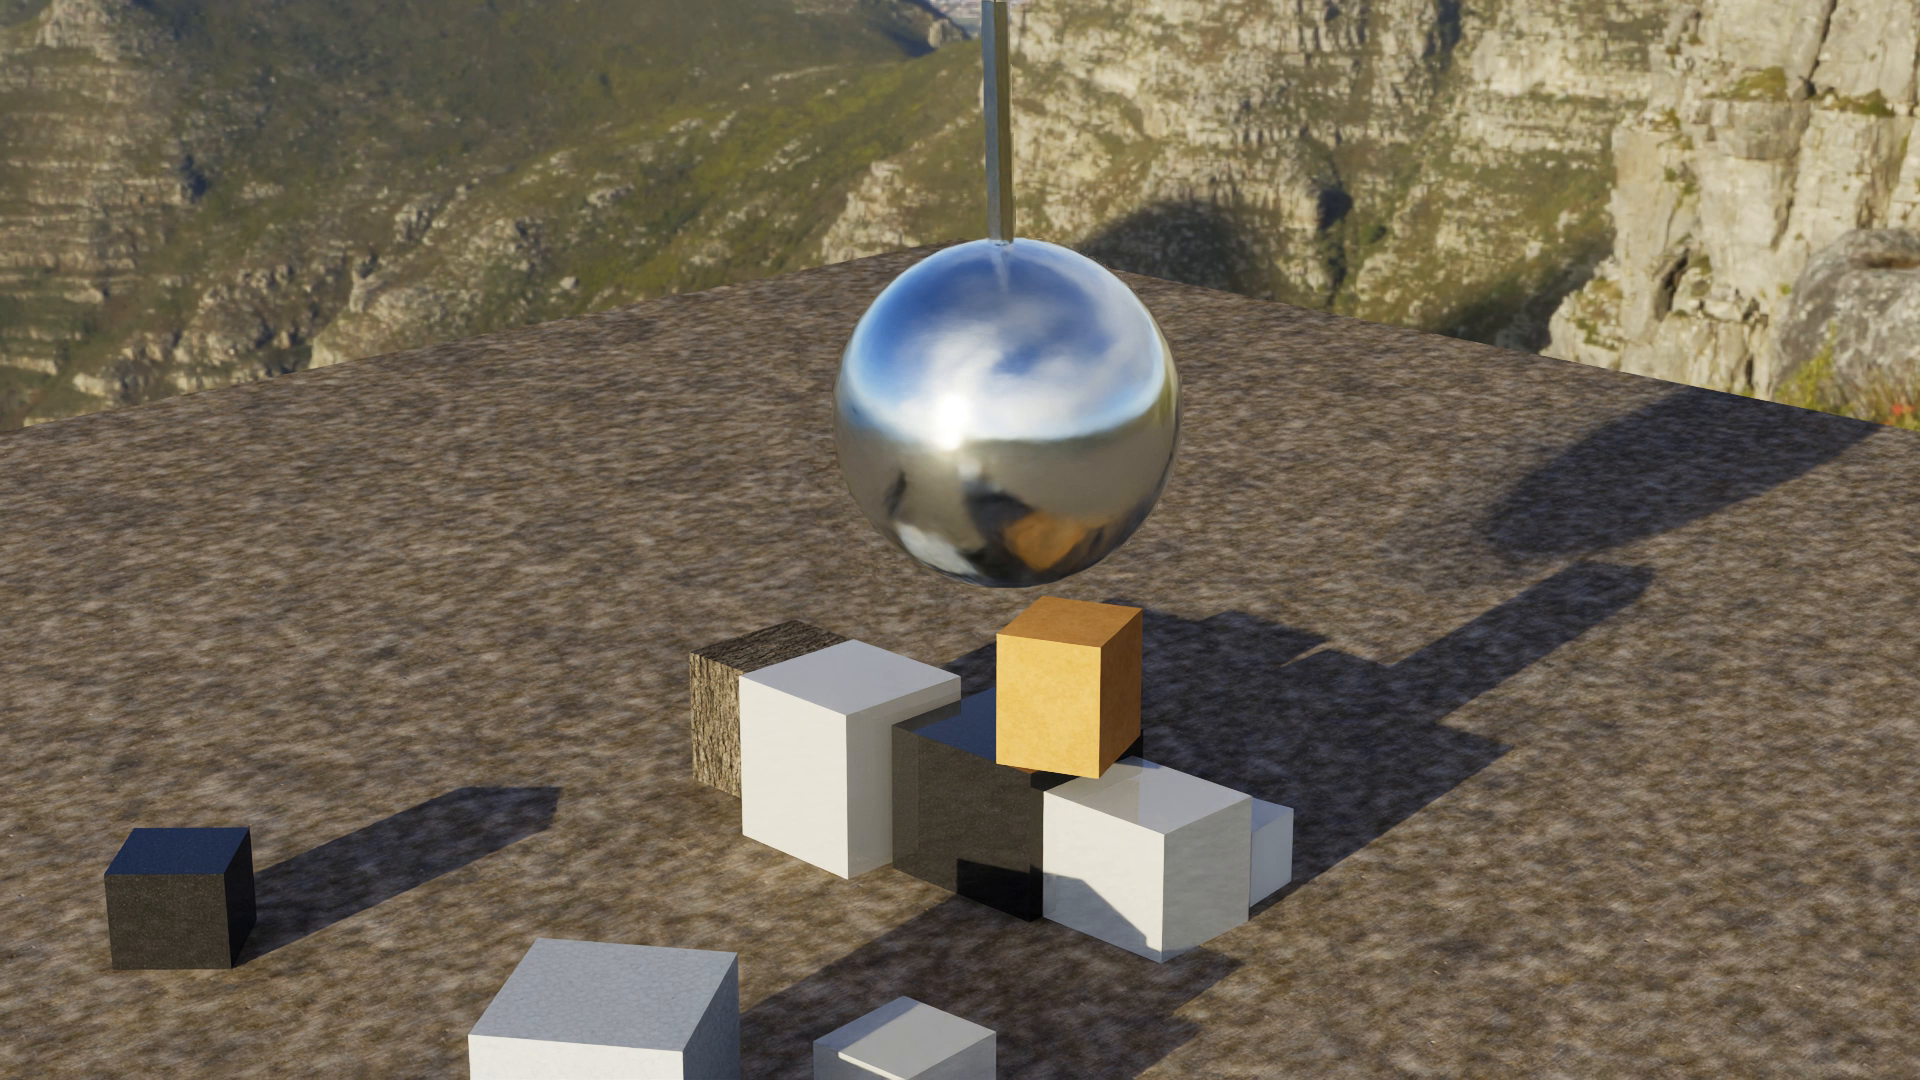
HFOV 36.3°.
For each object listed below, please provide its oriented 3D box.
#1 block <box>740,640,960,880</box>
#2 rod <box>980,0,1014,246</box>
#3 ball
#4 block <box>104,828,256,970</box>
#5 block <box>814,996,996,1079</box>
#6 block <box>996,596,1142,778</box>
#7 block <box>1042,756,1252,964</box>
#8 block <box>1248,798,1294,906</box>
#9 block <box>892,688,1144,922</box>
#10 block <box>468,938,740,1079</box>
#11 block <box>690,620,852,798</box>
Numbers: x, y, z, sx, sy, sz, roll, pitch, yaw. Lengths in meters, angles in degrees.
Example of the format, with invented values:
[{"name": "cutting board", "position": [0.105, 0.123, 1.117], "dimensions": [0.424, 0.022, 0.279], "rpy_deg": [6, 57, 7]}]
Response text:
[{"name": "block", "position": [-0.513, 1.015, 13.780], "dimensions": [0.729, 0.800, 0.732], "rpy_deg": [-17, 24, -42]}, {"name": "rod", "position": [0.092, -3.782, 12.250], "dimensions": [0.080, 5.200, 0.080], "rpy_deg": [17, 27, 42]}, {"name": "ball", "position": [0.213, -0.579, 13.383], "dimensions": [1.600, 1.600, 1.600], "rpy_deg": [0, 17, 0]}, {"name": "block", "position": [-3.365, 1.547, 12.685], "dimensions": [0.505, 0.442, 0.501], "rpy_deg": [0, 17, -1]}, {"name": "block", "position": [-0.207, 2.065, 11.077], "dimensions": [0.469, 0.418, 0.507], "rpy_deg": [14, 23, 39]}, {"name": "block", "position": [0.485, 0.642, 12.941], "dimensions": [0.475, 0.602, 0.563], "rpy_deg": [7, 19, 21]}, {"name": "block", "position": [0.821, 1.395, 12.910], "dimensions": [0.688, 0.598, 0.594], "rpy_deg": [16, 24, 42]}, {"name": "block", "position": [1.244, 1.393, 13.315], "dimensions": [0.404, 0.358, 0.355], "rpy_deg": [13, 21, 35]}, {"name": "block", "position": [0.260, 1.184, 13.401], "dimensions": [0.854, 0.706, 0.758], "rpy_deg": [16, 23, 41]}, {"name": "block", "position": [-1.273, 2.000, 10.691], "dimensions": [0.771, 0.773, 0.803], "rpy_deg": [3, 18, 9]}, {"name": "block", "position": [-0.833, 0.868, 14.469], "dimensions": [0.707, 0.667, 0.690], "rpy_deg": [17, 24, 42]}]
